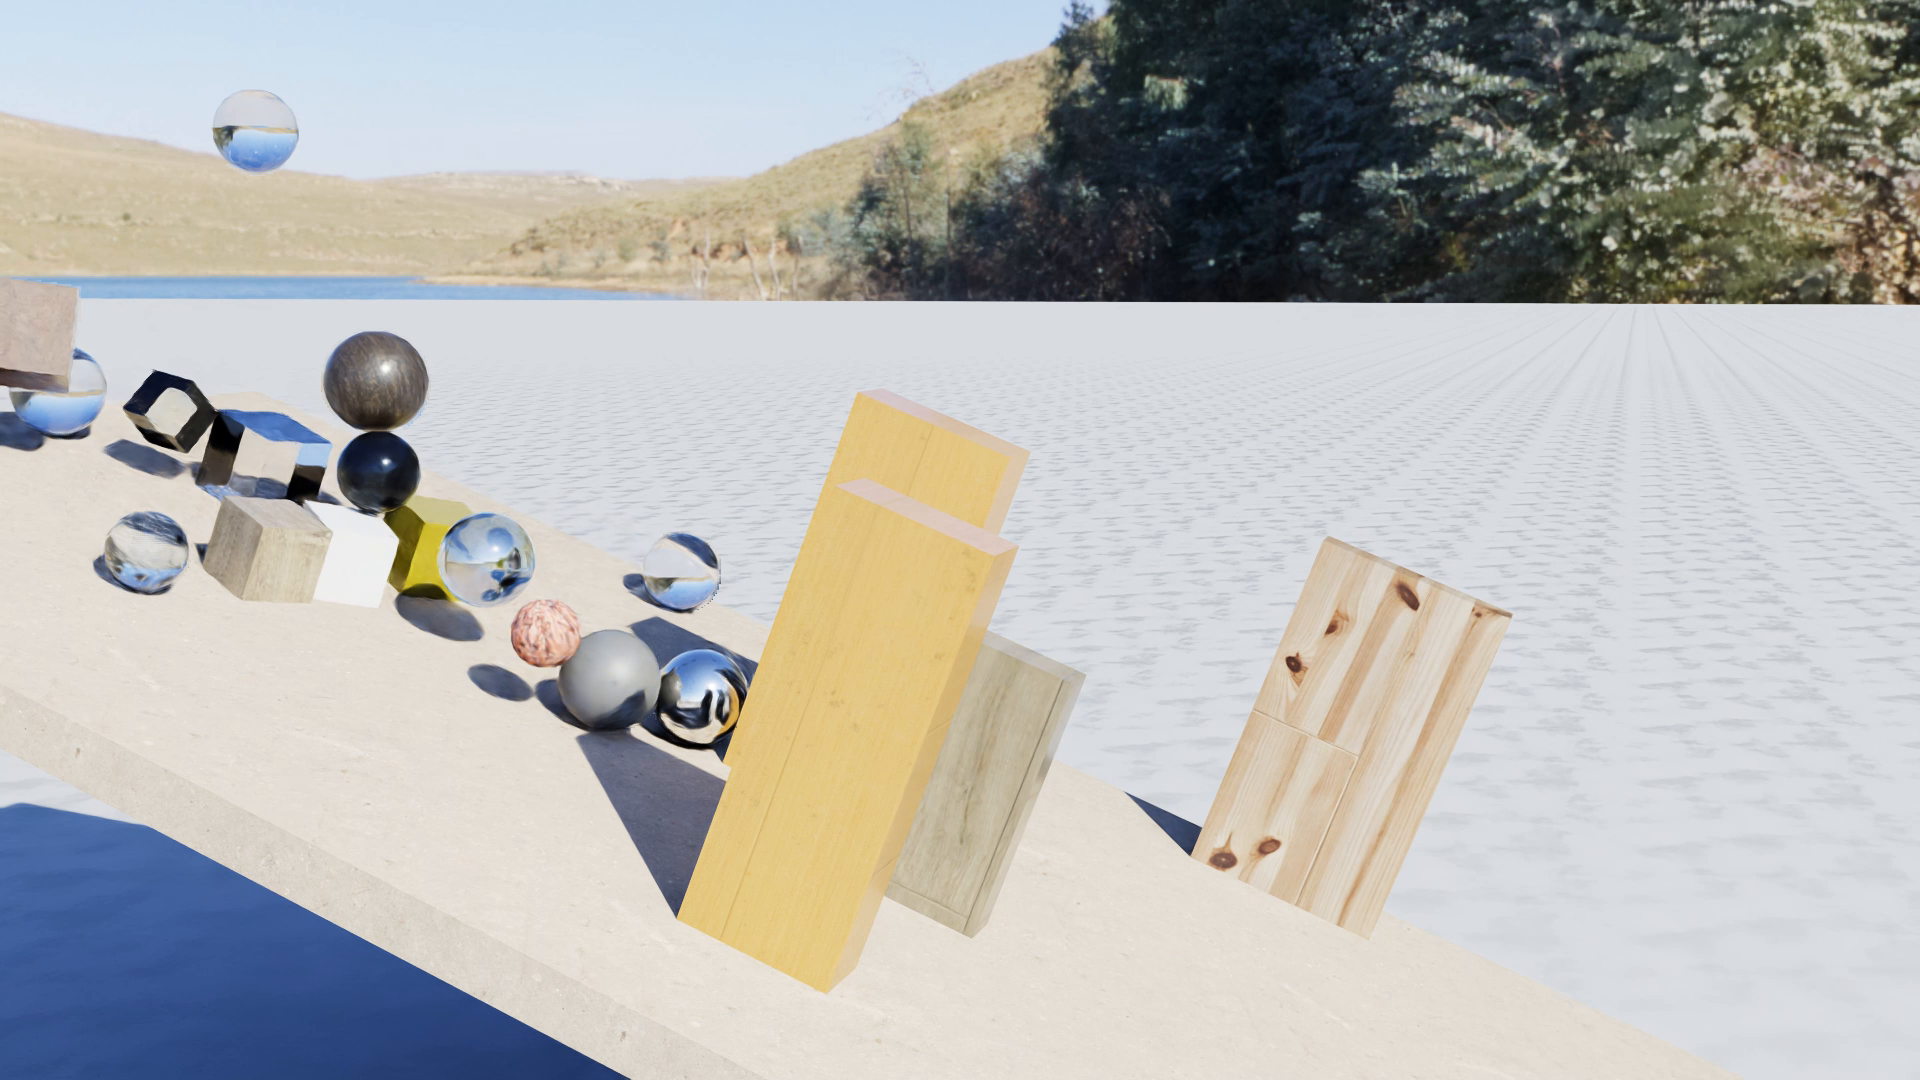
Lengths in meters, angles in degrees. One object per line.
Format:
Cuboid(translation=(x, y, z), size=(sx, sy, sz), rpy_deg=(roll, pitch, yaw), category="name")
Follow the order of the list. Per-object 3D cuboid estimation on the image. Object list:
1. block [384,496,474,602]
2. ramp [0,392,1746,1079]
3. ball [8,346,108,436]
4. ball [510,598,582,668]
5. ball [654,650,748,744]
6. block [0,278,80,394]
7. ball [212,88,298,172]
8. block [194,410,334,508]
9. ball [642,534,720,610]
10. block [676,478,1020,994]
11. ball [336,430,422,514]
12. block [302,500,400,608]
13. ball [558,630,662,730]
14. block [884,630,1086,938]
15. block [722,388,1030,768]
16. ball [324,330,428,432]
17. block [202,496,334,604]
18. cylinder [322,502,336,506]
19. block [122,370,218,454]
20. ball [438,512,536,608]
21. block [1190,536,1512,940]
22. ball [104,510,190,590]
Cuboid(translation=(-1.112, 0.016, 4.632), size=(0.165, 0.165, 0.165), rpy_deg=(9, 17, -42), category="block")
Cuboid(translation=(-0.316, 0.567, 4.200), size=(4.000, 0.100, 2.000), rpy_deg=(24, 13, 13), category="ramp")
Cuboid(translation=(-1.922, -0.322, 4.687), size=(0.195, 0.195, 0.195), rpy_deg=(0, 7, 0), category="ball")
Cuboid(translation=(-0.771, 0.174, 4.097), size=(0.130, 0.130, 0.130), rpy_deg=(0, 7, 0), category="ball")
Cuboid(translation=(-0.506, 0.307, 4.305), size=(0.186, 0.186, 0.186), rpy_deg=(0, 7, 0), category="ball")
Cuboid(translation=(-1.864, -0.408, 4.385), size=(0.180, 0.180, 0.180), rpy_deg=(6, -10, -20), category="block")
Cuboid(translation=(-1.459, -0.847, 4.553), size=(0.172, 0.172, 0.172), rpy_deg=(0, 7, 0), category="ball")
Cuboid(translation=(-1.499, -0.163, 4.741), size=(0.176, 0.176, 0.176), rpy_deg=(28, 14, 28), category="block")
Cuboid(translation=(-0.648, 0.073, 5.106), size=(0.178, 0.178, 0.178), rpy_deg=(0, 7, 0), category="ball")
Cuboid(translation=(-0.182, 0.311, 3.503), size=(0.276, 0.764, 0.139), rpy_deg=(24, 13, 13), category="block")
Cuboid(translation=(-1.181, -0.138, 4.466), size=(0.168, 0.168, 0.168), rpy_deg=(0, 7, 0), category="ball")
Cuboid(translation=(-1.239, 0.029, 4.406), size=(0.151, 0.151, 0.151), rpy_deg=(11, 15, -37), category="block")
Cuboid(translation=(-0.671, 0.268, 4.212), size=(0.194, 0.194, 0.194), rpy_deg=(0, 7, 0), category="ball")
Cuboid(translation=(-0.014, 0.414, 3.937), size=(0.307, 0.504, 0.096), rpy_deg=(24, 13, 13), category="block")
Cuboid(translation=(-0.164, 0.134, 4.236), size=(0.319, 0.781, 0.145), rpy_deg=(24, 13, 13), category="block")
Cuboid(translation=(-1.197, -0.324, 4.509), size=(0.209, 0.209, 0.209), rpy_deg=(0, 7, 0), category="ball")
Cuboid(translation=(-1.345, 0.019, 4.271), size=(0.154, 0.154, 0.154), rpy_deg=(30, 16, 37), category="block")
Cuboid(translation=(-1.322, -0.016, 4.543), size=(0.108, 0.108, 0.108), rpy_deg=(-1, 11, -4), category="cylinder")
Cuboid(translation=(-1.658, -0.269, 4.620), size=(0.112, 0.112, 0.112), rpy_deg=(15, -31, 25), category="block")
Cuboid(translation=(-0.926, 0.039, 4.303), size=(0.188, 0.188, 0.188), rpy_deg=(0, 7, 0), category="ball")
Cuboid(translation=(0.827, 0.421, 4.678), size=(0.415, 0.754, 0.084), rpy_deg=(24, 13, 13), category="block")
Cuboid(translation=(-1.496, 0.019, 4.045), size=(0.147, 0.147, 0.147), rpy_deg=(0, 7, 0), category="ball")
